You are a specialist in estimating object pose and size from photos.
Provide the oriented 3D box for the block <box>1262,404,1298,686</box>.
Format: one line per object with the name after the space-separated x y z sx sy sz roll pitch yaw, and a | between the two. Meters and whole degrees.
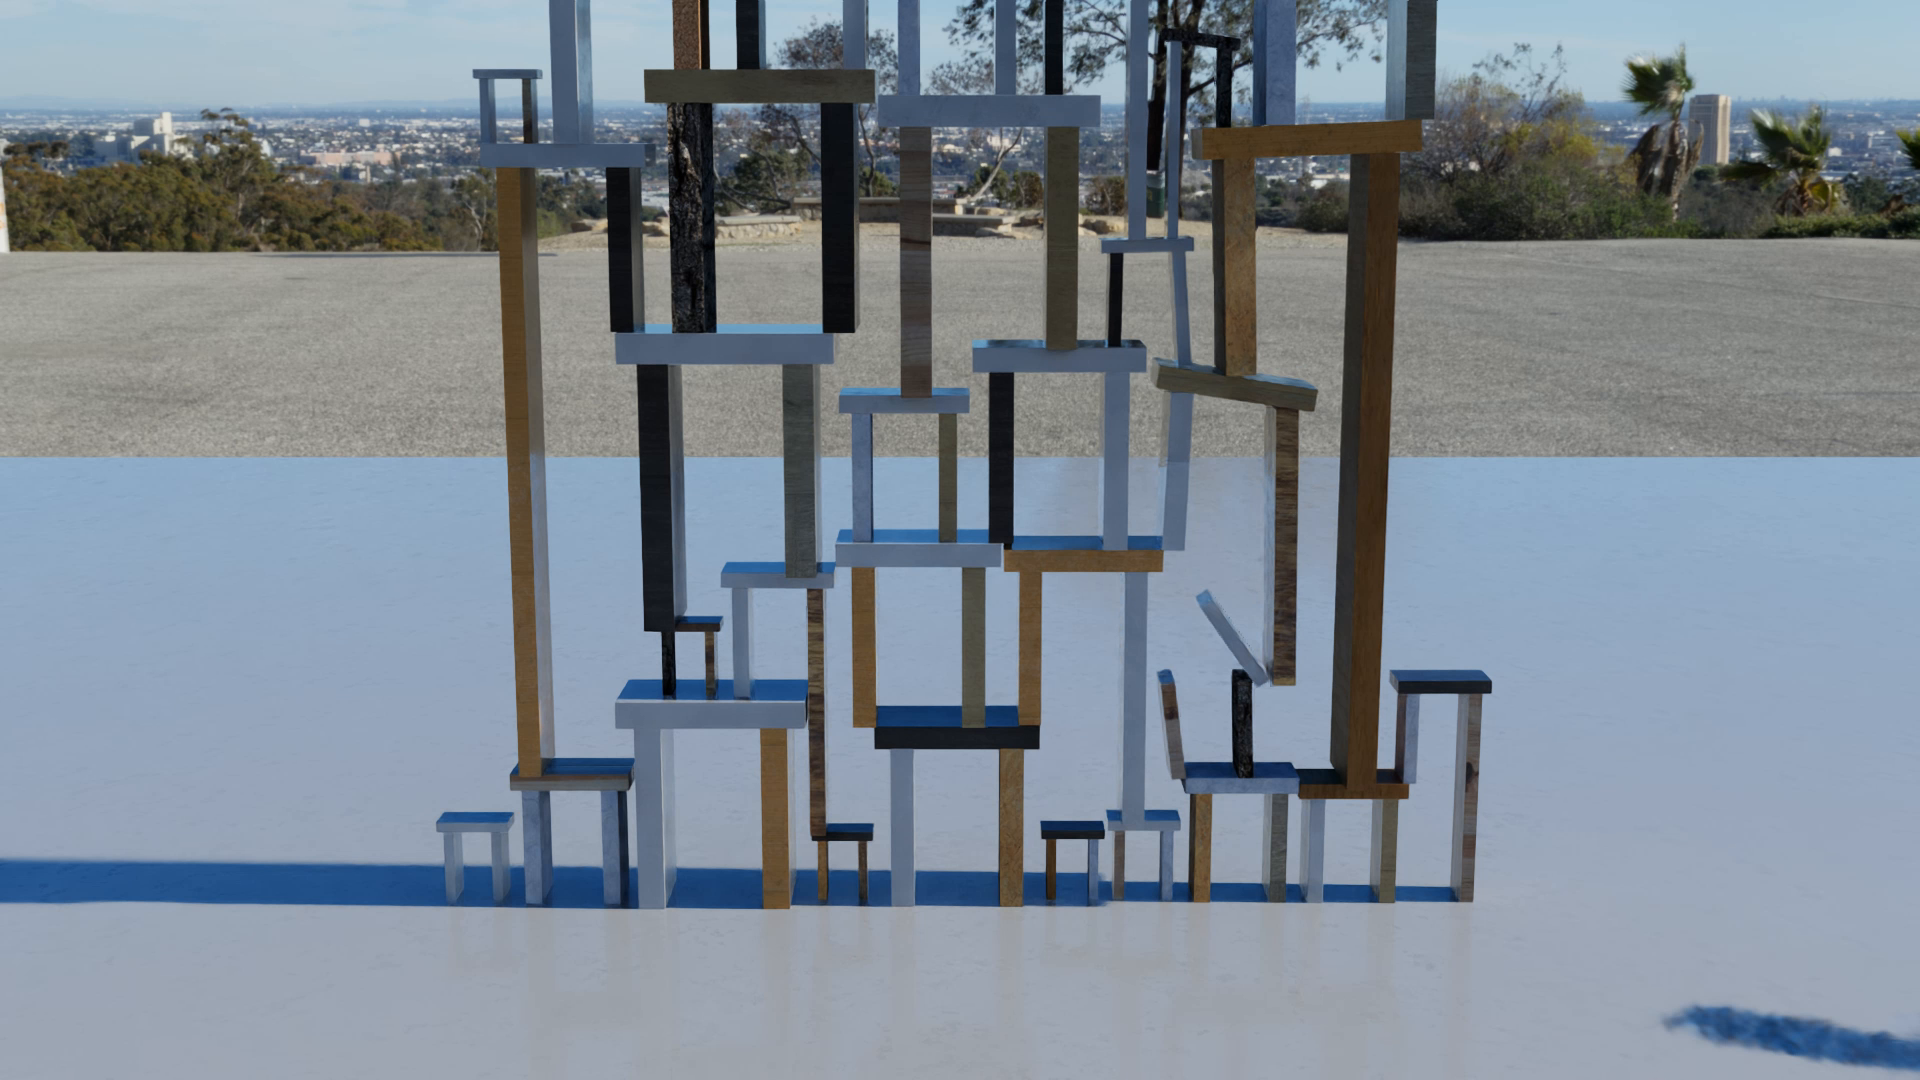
0.519 0.004 3.561 0.036 0.447 0.126 -1 11 0 | block

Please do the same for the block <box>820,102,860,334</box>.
-0.188 -0.509 3.468 0.050 0.351 0.176 0 11 0 | block

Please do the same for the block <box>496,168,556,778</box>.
-0.697 -0.106 3.538 0.036 0.975 0.127 0 11 0 | block

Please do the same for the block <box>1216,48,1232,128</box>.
0.412 -0.704 3.429 0.017 0.119 0.059 0 11 0 | block

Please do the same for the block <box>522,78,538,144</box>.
-0.671 -0.670 3.436 0.014 0.099 0.050 0 11 0 | block

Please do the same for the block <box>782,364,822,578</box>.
-0.252 -0.122 3.534 0.048 0.339 0.170 0 10 0 | block

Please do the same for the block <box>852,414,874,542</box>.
-0.157 -0.108 3.543 0.029 0.206 0.103 0 11 0 | block

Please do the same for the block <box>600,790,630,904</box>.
-0.572 0.495 3.651 0.027 0.194 0.097 0 11 0 | block

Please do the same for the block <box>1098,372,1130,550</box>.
0.247 -0.135 3.539 0.039 0.284 0.136 0 11 0 | block

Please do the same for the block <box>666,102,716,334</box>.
-0.422 -0.509 3.468 0.050 0.351 0.176 0 10 0 | block

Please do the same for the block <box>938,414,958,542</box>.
-0.019 -0.108 3.543 0.029 0.206 0.103 0 11 0 | block

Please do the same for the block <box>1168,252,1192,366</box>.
0.349 -0.369 3.492 0.021 0.180 0.072 -4 11 1 | block

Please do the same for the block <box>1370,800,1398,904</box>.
0.704 0.503 3.651 0.025 0.178 0.089 0 11 0 | block

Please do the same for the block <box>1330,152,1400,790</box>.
0.650 -0.109 3.542 0.047 1.014 0.167 0 11 0 | block

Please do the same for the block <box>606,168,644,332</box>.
-0.528 -0.461 3.473 0.036 0.254 0.127 0 11 0 | block

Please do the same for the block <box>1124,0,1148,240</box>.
0.275 -0.682 3.435 0.028 0.417 0.098 0 11 0 | block

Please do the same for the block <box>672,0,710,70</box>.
-0.416 -0.868 3.396 0.040 0.281 0.140 0 11 0 | block

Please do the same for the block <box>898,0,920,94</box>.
-0.079 -0.803 3.410 0.032 0.223 0.112 0 11 0 | block

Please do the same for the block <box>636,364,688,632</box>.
-0.478 -0.079 3.541 0.048 0.426 0.170 0 11 0 | block

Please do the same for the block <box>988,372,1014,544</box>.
0.066 -0.141 3.538 0.039 0.273 0.136 0 11 0 | block

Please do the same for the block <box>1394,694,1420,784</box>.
0.735 0.317 3.613 0.021 0.151 0.076 0 11 0 | block

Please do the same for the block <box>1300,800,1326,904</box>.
0.585 0.503 3.651 0.025 0.178 0.089 0 11 0 | block

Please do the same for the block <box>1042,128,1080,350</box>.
0.158 -0.478 3.465 0.048 0.339 0.170 0 11 0 | block

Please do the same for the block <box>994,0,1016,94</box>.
0.070 -0.803 3.409 0.032 0.223 0.112 0 11 0 | block

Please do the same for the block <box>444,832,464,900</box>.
-0.842 0.533 3.656 0.017 0.117 0.059 0 11 0 | block

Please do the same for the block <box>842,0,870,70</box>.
-0.161 -0.850 3.401 0.035 0.244 0.122 0 11 0 | block

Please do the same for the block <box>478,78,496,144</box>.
-0.737 -0.670 3.435 0.014 0.099 0.050 0 11 0 | block

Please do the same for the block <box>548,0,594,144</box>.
-0.604 -0.813 3.406 0.040 0.392 0.140 0 11 0 | block

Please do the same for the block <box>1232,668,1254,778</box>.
0.464 0.301 3.612 0.023 0.164 0.082 -2 11 0 | block

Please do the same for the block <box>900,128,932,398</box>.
-0.068 -0.441 3.473 0.048 0.415 0.170 0 11 0 | block

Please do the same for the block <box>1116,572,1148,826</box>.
0.282 0.247 3.609 0.036 0.422 0.127 0 11 0 | block

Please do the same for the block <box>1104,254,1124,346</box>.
0.244 -0.384 3.489 0.021 0.145 0.072 1 11 0 | block

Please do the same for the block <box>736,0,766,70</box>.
-0.324 -0.850 3.401 0.035 0.244 0.122 0 11 0 | block

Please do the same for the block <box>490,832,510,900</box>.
-0.764 0.533 3.656 0.017 0.117 0.059 0 11 0 | block

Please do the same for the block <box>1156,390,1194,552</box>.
0.344 -0.118 3.539 0.036 0.252 0.126 2 11 0 | block

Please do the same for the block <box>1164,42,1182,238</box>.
0.333 -0.626 3.446 0.017 0.301 0.059 0 10 0 | block

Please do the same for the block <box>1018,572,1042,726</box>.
0.113 0.164 3.594 0.036 0.254 0.127 0 11 0 | block

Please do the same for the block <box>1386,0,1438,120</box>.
0.699 -0.812 3.403 0.045 0.318 0.159 -1 11 0 | block

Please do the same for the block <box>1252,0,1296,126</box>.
0.487 -0.804 3.405 0.045 0.318 0.159 -1 11 0 | block

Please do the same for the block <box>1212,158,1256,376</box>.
0.434 -0.435 3.481 0.047 0.335 0.167 -2 11 1 | block

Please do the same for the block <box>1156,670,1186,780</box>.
0.347 0.303 3.612 0.023 0.164 0.082 -7 10 1 | block

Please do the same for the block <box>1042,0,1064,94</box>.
0.144 -0.789 3.414 0.028 0.195 0.098 0 11 0 | block

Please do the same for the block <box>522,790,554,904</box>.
-0.701 0.495 3.651 0.027 0.194 0.097 0 11 0 | block

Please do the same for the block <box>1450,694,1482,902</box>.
0.836 0.416 3.632 0.021 0.355 0.076 0 11 0 | block
